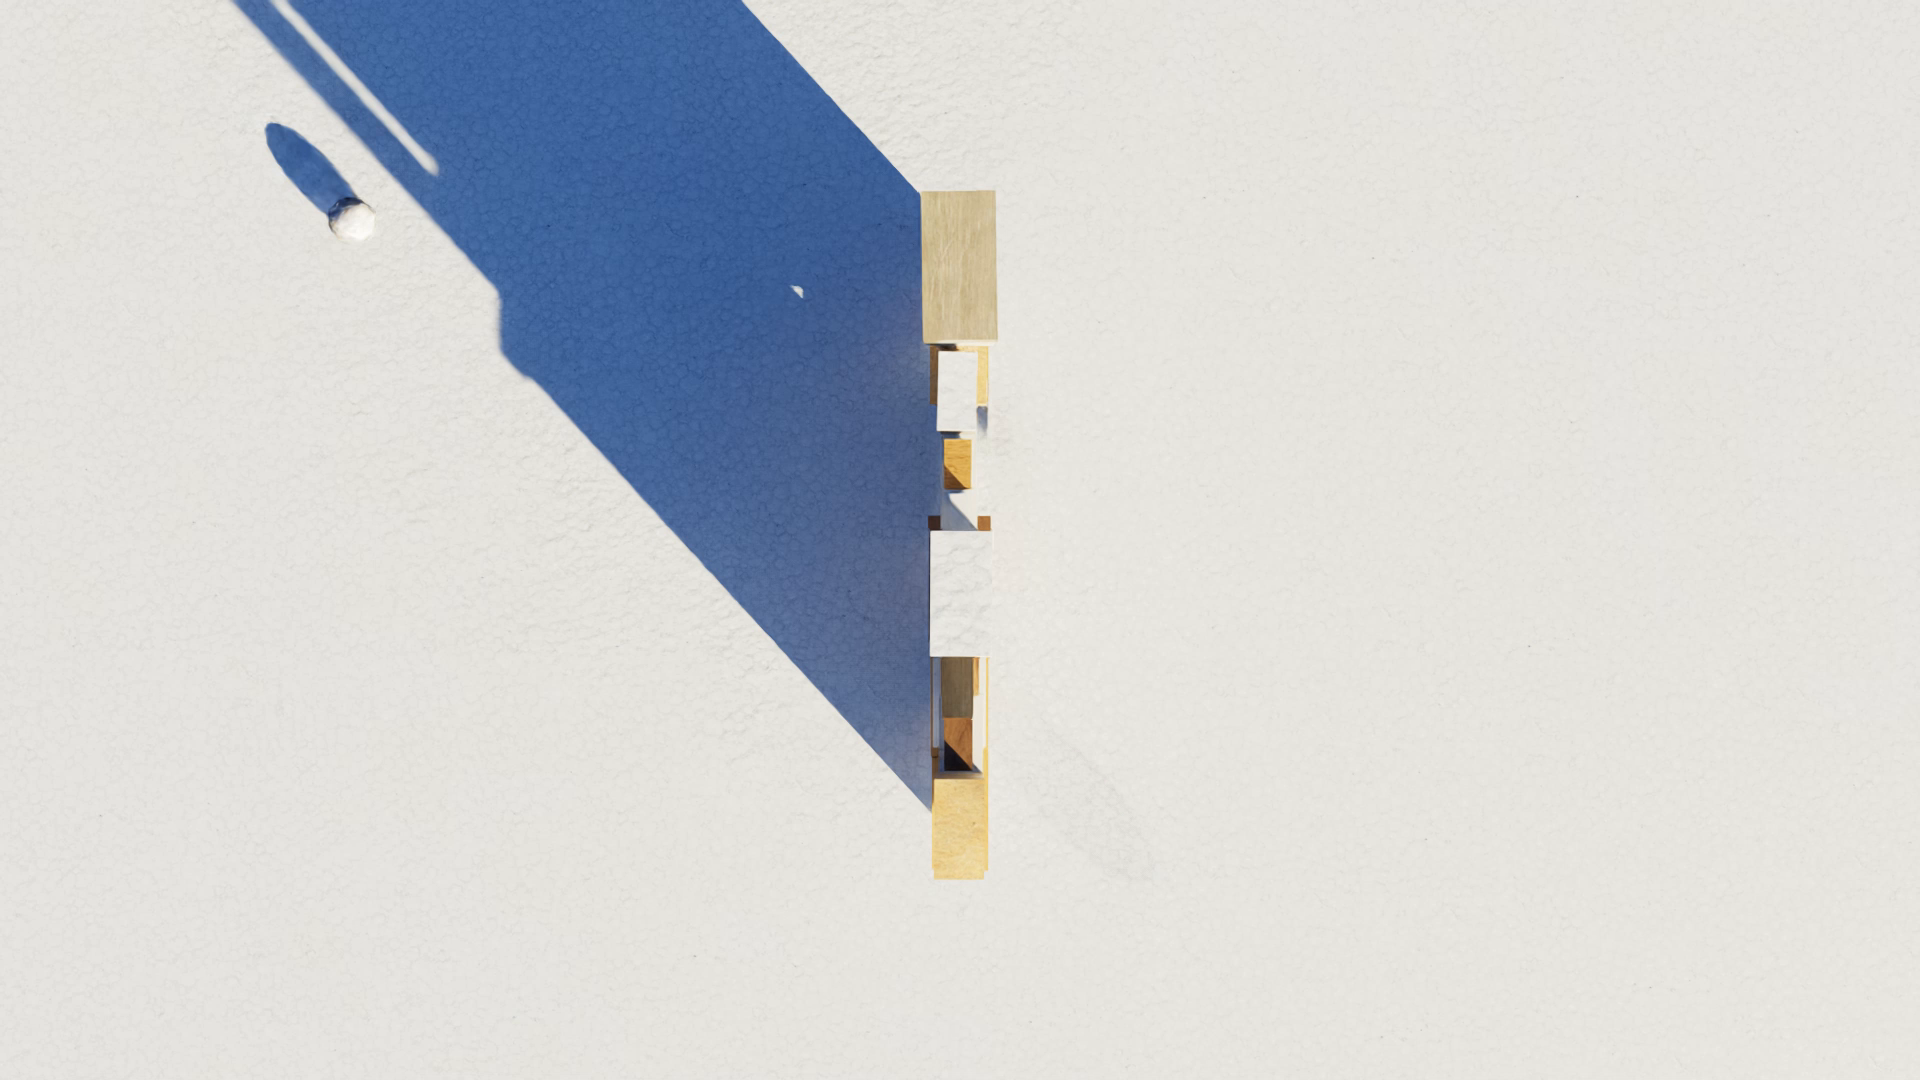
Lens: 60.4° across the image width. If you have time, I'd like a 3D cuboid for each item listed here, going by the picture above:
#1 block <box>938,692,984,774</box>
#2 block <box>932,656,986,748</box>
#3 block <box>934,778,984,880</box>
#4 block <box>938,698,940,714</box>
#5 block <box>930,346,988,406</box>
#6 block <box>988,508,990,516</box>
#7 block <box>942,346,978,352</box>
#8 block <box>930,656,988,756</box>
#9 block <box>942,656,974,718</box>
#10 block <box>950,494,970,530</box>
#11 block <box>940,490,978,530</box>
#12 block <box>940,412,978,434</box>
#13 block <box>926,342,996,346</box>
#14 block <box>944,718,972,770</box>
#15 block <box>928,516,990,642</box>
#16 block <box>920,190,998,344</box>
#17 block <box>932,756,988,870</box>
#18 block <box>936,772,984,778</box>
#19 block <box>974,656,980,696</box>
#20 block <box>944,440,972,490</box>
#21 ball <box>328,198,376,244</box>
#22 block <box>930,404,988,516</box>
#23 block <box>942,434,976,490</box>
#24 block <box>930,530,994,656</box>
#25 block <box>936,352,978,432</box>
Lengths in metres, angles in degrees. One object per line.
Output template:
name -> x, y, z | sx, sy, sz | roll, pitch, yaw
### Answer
block -> 0.003, 0.504, 4.204 | 0.113, 0.032, 0.225 | 0, 90, 0
block -> -0.001, 0.416, 4.465 | 0.144, 0.041, 0.287 | 0, 90, 0
block -> -0.002, 0.688, 3.933 | 0.119, 0.034, 0.239 | 0, 90, 0
block -> 0.001, 0.431, 4.332 | 0.112, 0.225, 0.032 | 0, 90, 0
block -> -0.004, -0.519, 4.453 | 0.153, 0.043, 0.307 | 0, 90, 0
block -> 0.004, 0.077, 5.130 | 0.173, 0.049, 0.346 | 0, 90, 0
block -> -0.002, -0.526, 4.232 | 0.093, 0.026, 0.186 | 0, 90, 0
block -> -0.001, 0.459, 4.796 | 0.167, 0.047, 0.335 | 0, 90, 0
block -> -0.006, 0.349, 3.955 | 0.076, 0.021, 0.151 | 0, 90, 0
block -> -0.001, -0.068, 4.030 | 0.045, 0.013, 0.090 | -2, 90, 0
block -> -0.002, -0.035, 4.139 | 0.091, 0.026, 0.182 | 0, 90, 0
block -> -0.005, -0.299, 4.258 | 0.095, 0.459, 0.027 | 0, 90, 0
block -> 0.002, -0.522, 4.045 | 0.173, 0.347, 0.049 | 0, 90, 0
block -> -0.004, 0.495, 4.039 | 0.069, 0.020, 0.139 | 0, 90, 0
block -> -0.002, 0.101, 4.357 | 0.165, 0.047, 0.330 | 0, 90, 0
block -> -0.001, -0.637, 3.847 | 0.173, 0.049, 0.347 | -1, 90, 0
block -> 0.000, 0.794, 4.804 | 0.164, 0.046, 0.328 | 0, 90, 0
block -> -0.001, 0.609, 4.069 | 0.119, 0.238, 0.034 | 0, 90, 0
block -> 0.001, 0.294, 4.130 | 0.095, 0.027, 0.190 | 0, 90, 0
block -> -0.006, -0.193, 4.336 | 0.071, 0.020, 0.142 | 0, 90, 0
ball -> -2.001, -1.051, 5.426 | 0.149, 0.149, 0.149 | 0, 90, 0
block -> -0.003, -0.237, 4.899 | 0.172, 0.049, 0.344 | 0, 90, 0
block -> -0.003, -0.228, 4.501 | 0.095, 0.027, 0.190 | 0, 90, 0
block -> 0.003, 0.123, 3.808 | 0.144, 0.041, 0.288 | 0, 90, 0
block -> -0.007, -0.361, 4.015 | 0.095, 0.027, 0.190 | 1, 90, 0
